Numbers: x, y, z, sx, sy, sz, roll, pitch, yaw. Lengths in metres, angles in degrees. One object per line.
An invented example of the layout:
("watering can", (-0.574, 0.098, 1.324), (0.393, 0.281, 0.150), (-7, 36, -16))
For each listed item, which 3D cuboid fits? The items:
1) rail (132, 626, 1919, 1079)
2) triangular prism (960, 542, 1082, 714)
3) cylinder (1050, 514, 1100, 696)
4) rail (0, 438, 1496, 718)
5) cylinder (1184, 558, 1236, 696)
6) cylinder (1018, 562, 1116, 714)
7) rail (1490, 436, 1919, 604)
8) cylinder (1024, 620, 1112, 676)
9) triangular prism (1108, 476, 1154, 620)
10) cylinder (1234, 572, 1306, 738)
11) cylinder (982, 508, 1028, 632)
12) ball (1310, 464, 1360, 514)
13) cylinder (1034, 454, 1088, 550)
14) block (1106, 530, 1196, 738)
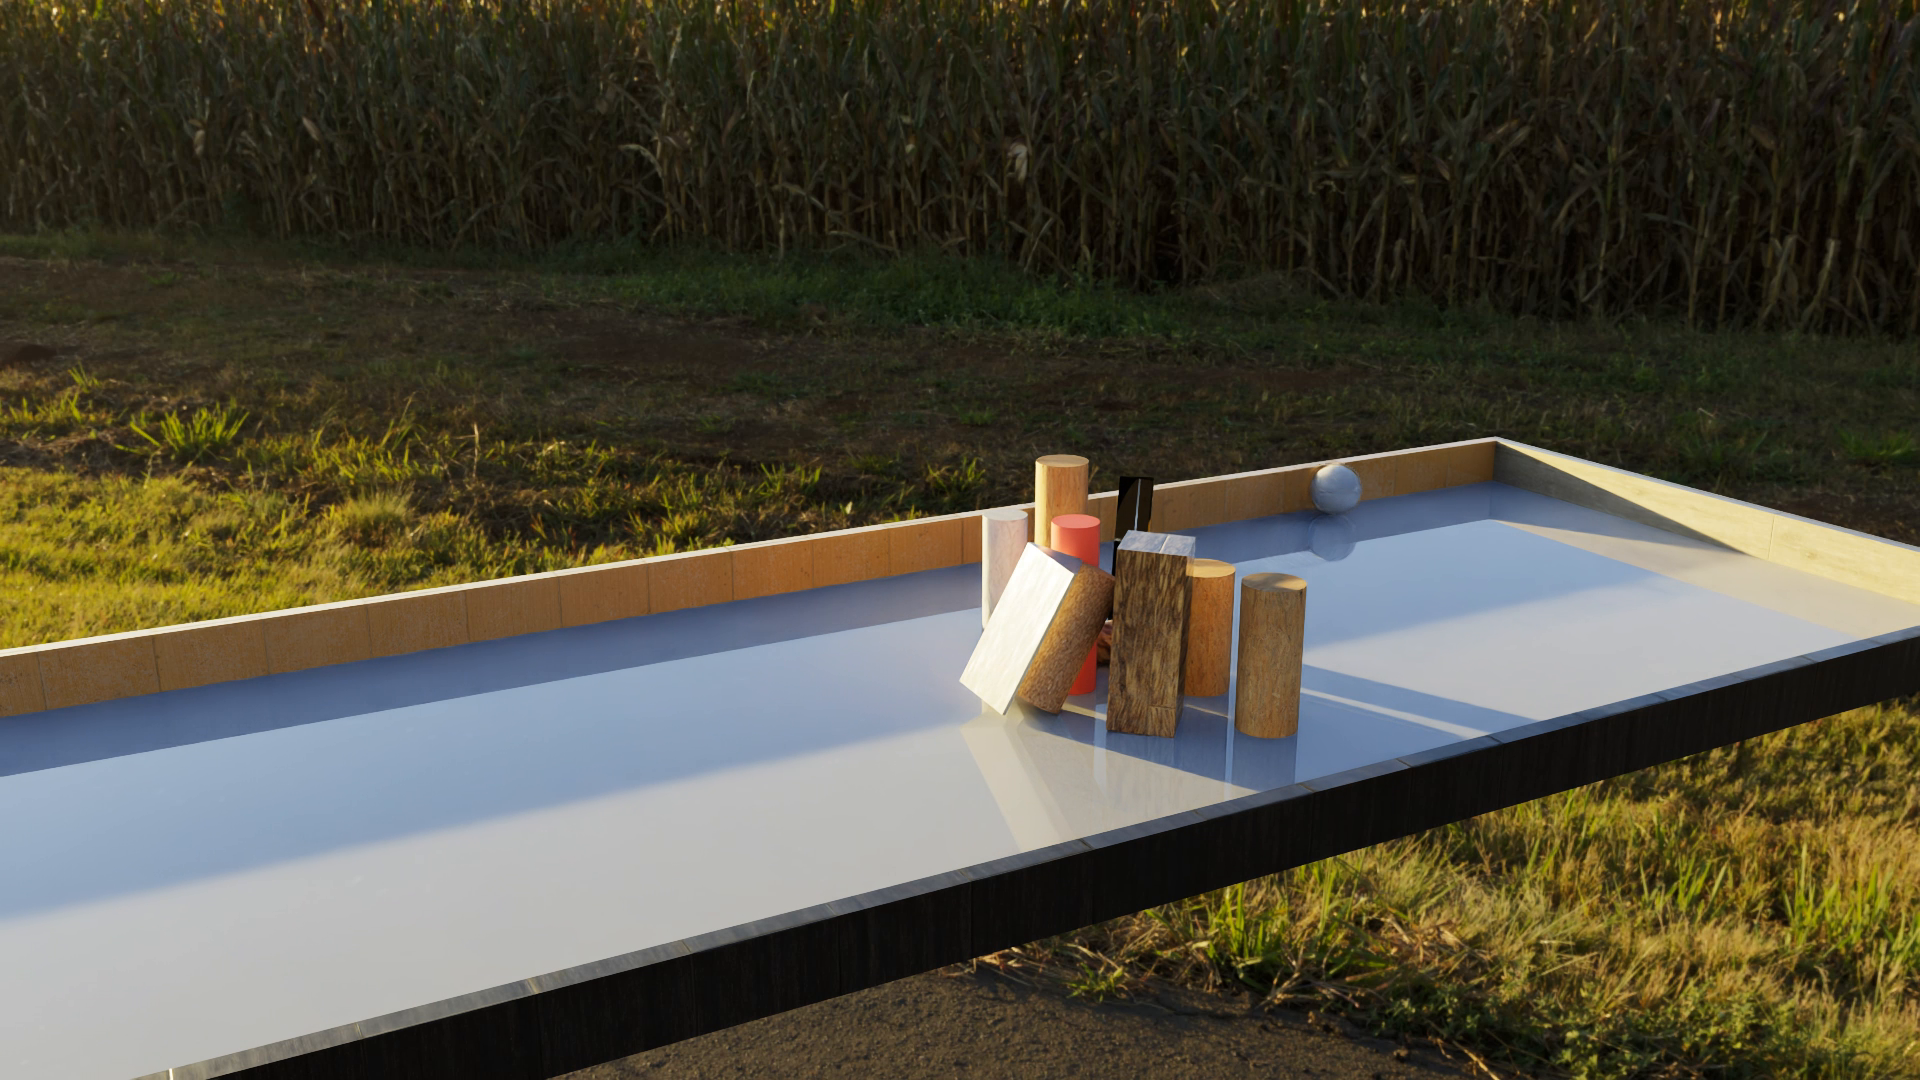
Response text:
("rail", (-2.336, 1.006, 1.665), (12.000, 0.150, 0.050), (-9, 18, -27))
("triangular prism", (0.172, 0.212, 3.945), (0.153, 0.387, 0.133), (36, 19, 32))
("cylinder", (0.280, 0.159, 4.048), (0.117, 0.429, 0.117), (0, 18, 0))
("rail", (-3.305, 0.497, 3.399), (12.000, 0.150, 0.050), (-9, 18, -27))
("cylinder", (0.595, 0.216, 4.076), (0.155, 0.307, 0.155), (0, 16, 0))
("cylinder", (0.263, 0.233, 3.923), (0.112, 0.348, 0.112), (26, 7, -3))
("rail", (2.466, -0.048, 5.253), (0.050, 0.150, 2.100), (-9, 18, -27))
("cylinder", (0.289, 0.276, 4.220), (0.417, 0.109, 0.109), (-8, 18, -24))
("triangular prism", (0.476, 0.047, 4.416), (0.102, 0.430, 0.088), (9, 9, 35))
("cylinder", (0.718, 0.266, 3.821), (0.148, 0.354, 0.148), (0, 16, 0))
("cylinder", (0.118, 0.107, 4.350), (0.118, 0.361, 0.118), (0, 16, 0))
("ball", (1.282, -0.172, 5.637), (0.170, 0.170, 0.170), (0, 16, 0))
("cylinder", (0.280, -0.003, 4.573), (0.145, 0.446, 0.145), (0, 16, 0))
("block", (0.443, 0.217, 3.828), (0.158, 0.440, 0.158), (6, 17, 14))
